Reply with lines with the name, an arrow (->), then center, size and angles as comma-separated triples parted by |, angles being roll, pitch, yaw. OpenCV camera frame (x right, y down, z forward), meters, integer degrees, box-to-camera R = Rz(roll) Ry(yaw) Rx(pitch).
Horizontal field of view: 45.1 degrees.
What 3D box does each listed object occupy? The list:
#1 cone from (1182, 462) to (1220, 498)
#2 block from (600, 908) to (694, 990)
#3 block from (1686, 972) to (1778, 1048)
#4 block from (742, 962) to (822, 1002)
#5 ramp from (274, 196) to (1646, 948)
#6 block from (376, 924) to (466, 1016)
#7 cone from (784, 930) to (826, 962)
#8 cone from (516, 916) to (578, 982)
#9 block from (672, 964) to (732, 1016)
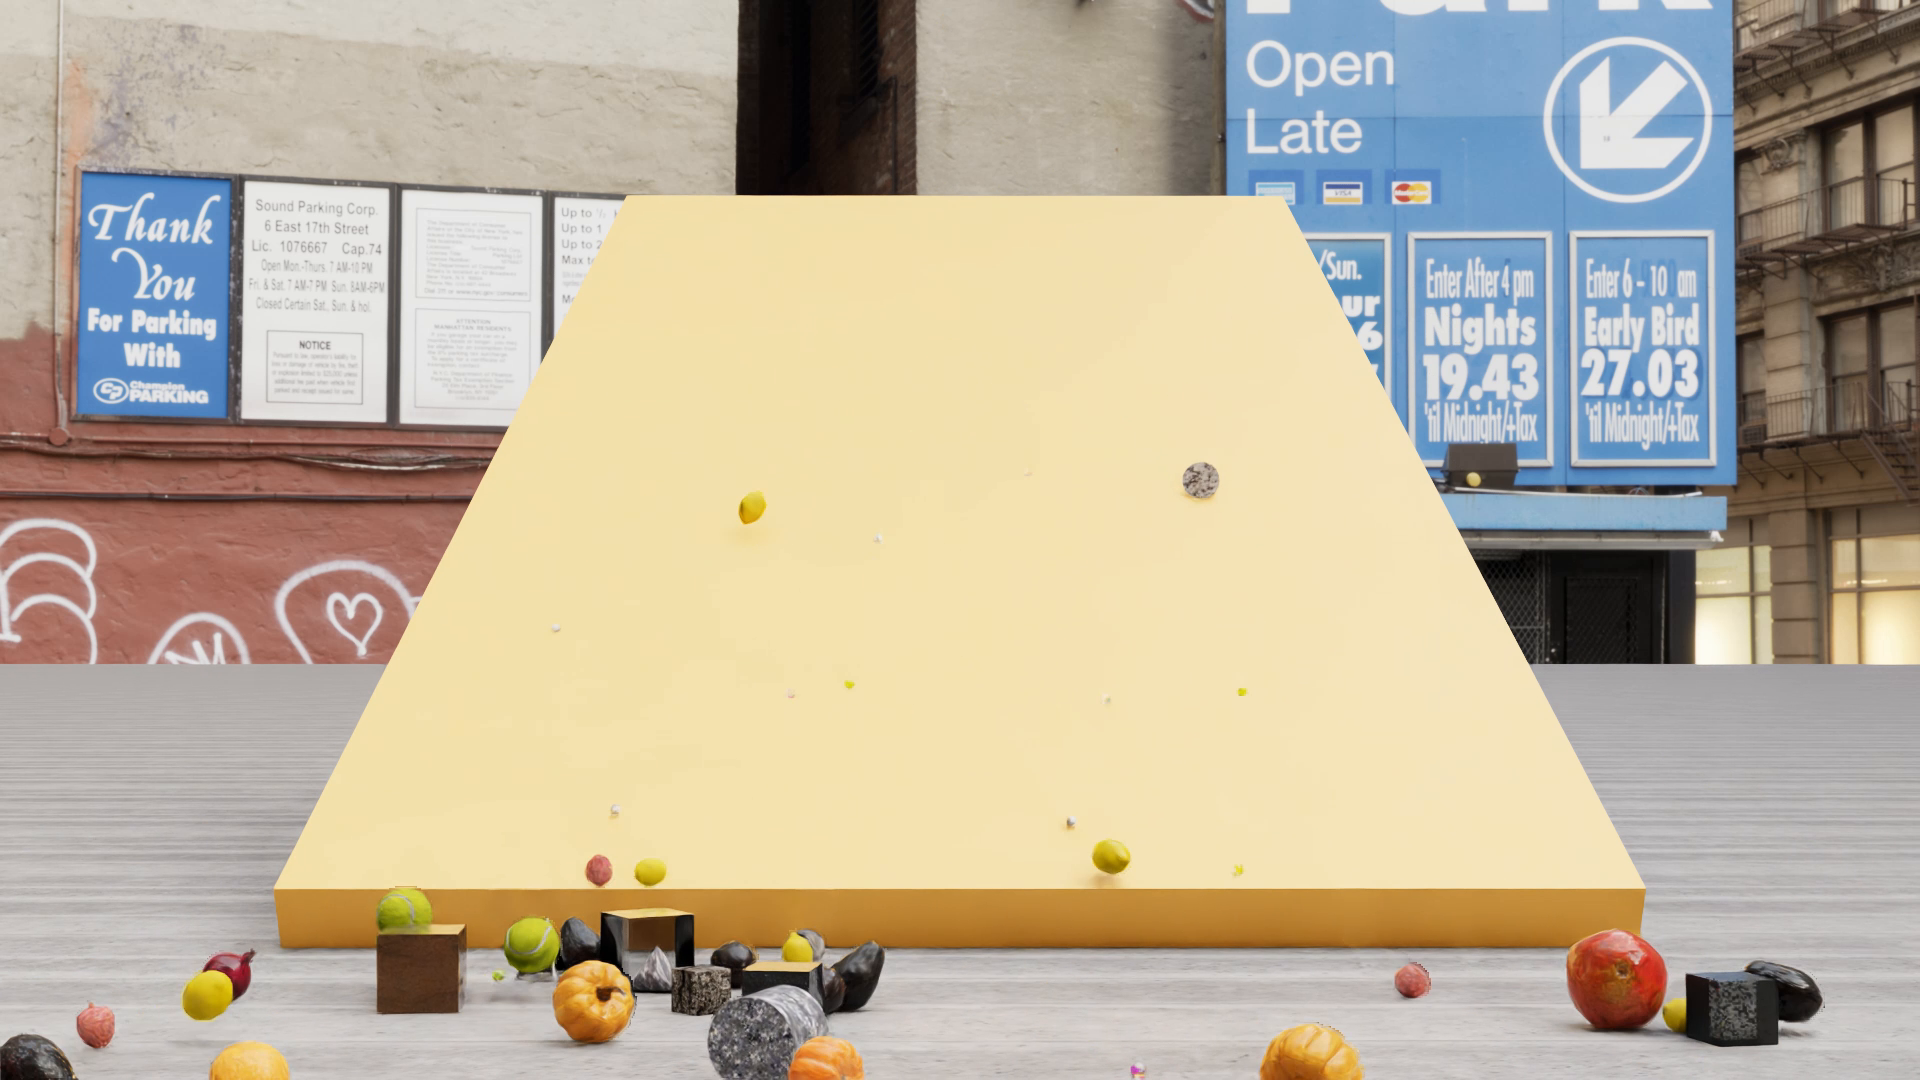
cone -> 0.508, -0.120, 4.809 | 0.077, 0.077, 0.077 | -1, -5, 15
block -> -0.410, 0.535, 3.026 | 0.092, 0.092, 0.092 | 2, -3, -32
block -> 0.860, 0.522, 2.576 | 0.071, 0.071, 0.071 | 1, -3, -13
block -> -0.201, 0.522, 2.617 | 0.077, 0.077, 0.077 | 0, -3, 8
ramp -> -0.007, -0.225, 5.227 | 2.000, 0.100, 4.000 | 0, 23, 0
block -> -0.655, 0.522, 2.813 | 0.095, 0.095, 0.095 | 0, -3, -7
cone -> -0.215, 0.547, 3.158 | 0.057, 0.057, 0.057 | 0, -33, 2
cone -> -0.551, 0.543, 3.080 | 0.082, 0.082, 0.082 | 0, -3, 0
block -> -0.312, 0.543, 2.788 | 0.052, 0.052, 0.052 | 3, -4, -42
